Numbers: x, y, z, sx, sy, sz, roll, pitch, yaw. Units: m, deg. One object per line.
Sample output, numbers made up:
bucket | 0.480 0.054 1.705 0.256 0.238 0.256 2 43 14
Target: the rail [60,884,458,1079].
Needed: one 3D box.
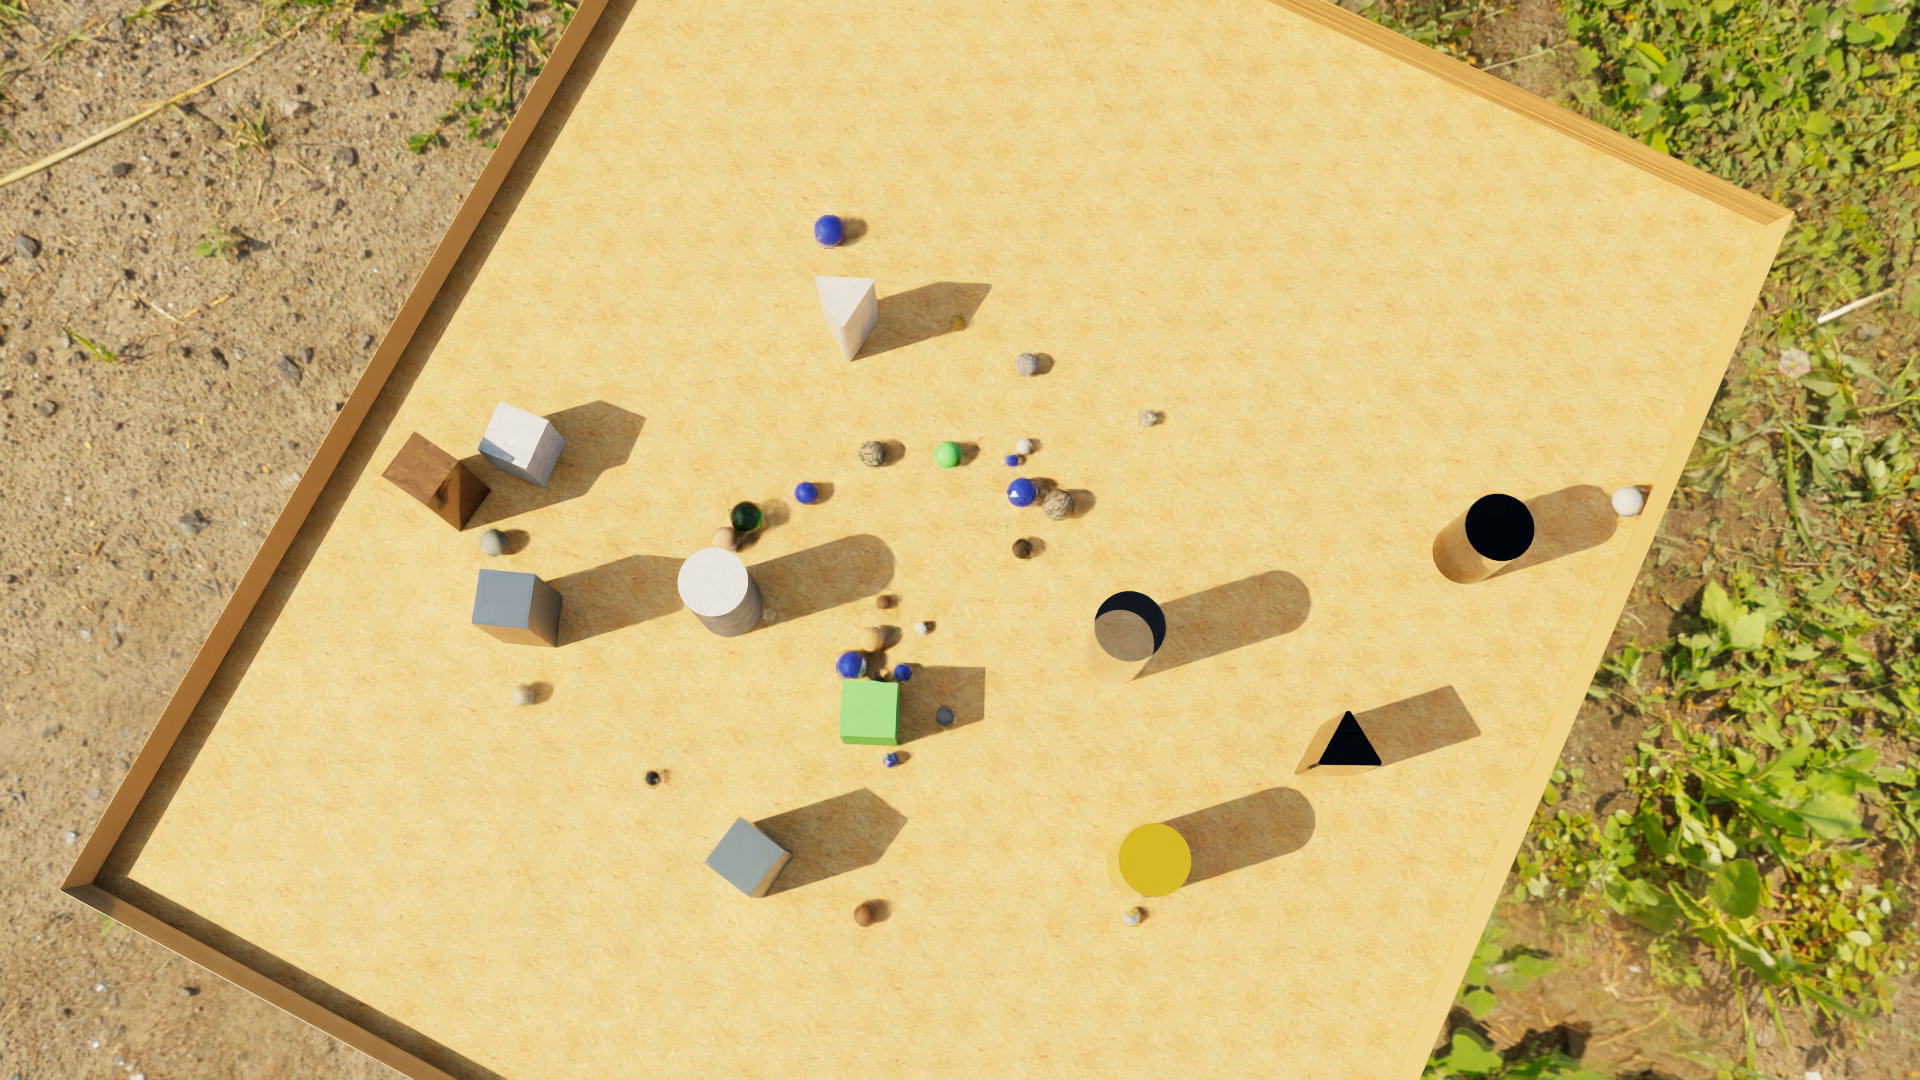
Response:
rail | -0.923 1.814 5.174 3.716 0.129 0.045 26 80 5

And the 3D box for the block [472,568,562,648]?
block | -1.296 0.204 5.383 0.159 0.374 0.159 5 78 1

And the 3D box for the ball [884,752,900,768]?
ball | -0.203 0.654 5.458 0.045 0.045 0.045 0 78 0

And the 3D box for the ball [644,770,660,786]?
ball | -0.914 0.709 5.447 0.045 0.045 0.045 0 78 0

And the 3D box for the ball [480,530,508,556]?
ball | -1.417 0.009 5.572 0.084 0.084 0.084 0 78 0

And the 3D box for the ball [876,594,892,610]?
ball | -0.232 0.189 5.554 0.047 0.047 0.047 0 78 0

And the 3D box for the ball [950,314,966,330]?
ball | -0.007 -0.681 5.734 0.047 0.047 0.047 0 78 0

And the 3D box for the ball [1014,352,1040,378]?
ball | 0.208 -0.545 5.692 0.083 0.083 0.083 0 78 0

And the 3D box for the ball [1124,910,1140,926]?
ball | 0.505 1.104 5.364 0.047 0.047 0.047 0 78 0

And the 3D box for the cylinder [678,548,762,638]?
cylinder | -0.700 0.158 5.382 0.199 0.394 0.199 0 78 0

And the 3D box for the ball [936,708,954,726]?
ball | -0.045 0.529 5.478 0.057 0.057 0.057 0 78 0

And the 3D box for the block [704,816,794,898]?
block | -0.601 0.914 5.258 0.159 0.331 0.159 36 81 7

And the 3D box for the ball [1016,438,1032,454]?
ball | 0.195 -0.288 5.650 0.051 0.051 0.051 0 78 0

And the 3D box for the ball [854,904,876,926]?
ball | -0.277 1.096 5.355 0.068 0.068 0.068 0 78 0

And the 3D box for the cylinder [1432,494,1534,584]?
cylinder | 1.545 0.001 5.427 0.199 0.372 0.199 0 78 0

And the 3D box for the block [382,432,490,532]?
block | -1.556 -0.170 5.461 0.159 0.373 0.159 33 80 6

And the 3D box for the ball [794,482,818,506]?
ball | -0.471 -0.143 5.609 0.073 0.073 0.073 0 78 0

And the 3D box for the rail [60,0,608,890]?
rail | -1.641 -0.796 5.714 0.045 0.129 4.174 26 80 5

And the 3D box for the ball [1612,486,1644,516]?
ball | 2.036 -0.118 5.583 0.094 0.094 0.094 0 78 0

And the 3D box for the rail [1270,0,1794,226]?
rail | 0.923 -1.800 5.922 3.716 0.129 0.045 26 80 5

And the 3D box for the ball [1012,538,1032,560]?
ball | 0.190 0.027 5.578 0.064 0.064 0.064 0 78 0

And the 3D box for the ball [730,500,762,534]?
ball | -0.649 -0.070 5.571 0.099 0.099 0.099 0 78 0

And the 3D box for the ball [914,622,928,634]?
ball | -0.116 0.267 5.541 0.041 0.041 0.041 0 78 0

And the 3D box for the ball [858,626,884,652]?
ball | -0.267 0.299 5.515 0.079 0.079 0.079 0 78 0

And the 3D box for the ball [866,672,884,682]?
ball | -0.253 0.423 5.474 0.051 0.051 0.051 0 78 0

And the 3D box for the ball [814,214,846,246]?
ball | -0.412 -0.975 5.768 0.100 0.100 0.100 0 78 0

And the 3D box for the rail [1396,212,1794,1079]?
rail | 1.641 0.810 5.382 0.045 0.129 4.174 26 80 5

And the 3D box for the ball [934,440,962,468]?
ball | -0.038 -0.263 5.628 0.085 0.085 0.085 0 78 0

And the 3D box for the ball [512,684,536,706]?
ball | -1.308 0.464 5.485 0.070 0.070 0.070 0 78 0

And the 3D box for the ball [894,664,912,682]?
ball | -0.173 0.399 5.506 0.055 0.055 0.055 0 78 0

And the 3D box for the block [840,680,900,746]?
block | -0.263 0.511 5.382 0.159 0.253 0.159 2 78 0

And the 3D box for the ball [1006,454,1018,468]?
ball | 0.160 -0.245 5.646 0.041 0.041 0.041 0 78 0

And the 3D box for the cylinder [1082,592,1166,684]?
cylinder | 0.471 0.288 5.308 0.199 0.488 0.199 0 78 0

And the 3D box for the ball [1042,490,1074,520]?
ball | 0.301 -0.106 5.589 0.097 0.097 0.097 0 78 0

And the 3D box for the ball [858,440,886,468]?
ball | -0.269 -0.265 5.628 0.085 0.085 0.085 0 78 0

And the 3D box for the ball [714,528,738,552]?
ball | -0.712 0.000 5.575 0.074 0.074 0.074 0 78 0

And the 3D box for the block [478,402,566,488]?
block | -1.325 -0.287 5.551 0.159 0.244 0.159 21 79 4

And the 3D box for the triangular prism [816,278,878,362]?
triangular prism | -0.364 -0.702 5.583 0.149 0.351 0.173 32 80 6

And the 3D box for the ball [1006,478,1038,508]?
ball | 0.190 -0.145 5.599 0.094 0.094 0.094 0 78 0

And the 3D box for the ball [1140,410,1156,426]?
ball | 0.579 -0.376 5.669 0.051 0.051 0.051 0 78 0

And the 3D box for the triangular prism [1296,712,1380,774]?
triangular prism | 1.086 0.588 5.299 0.173 0.384 0.149 0 78 0

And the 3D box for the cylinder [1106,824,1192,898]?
cylinder | 0.533 0.917 5.215 0.199 0.416 0.199 0 78 0

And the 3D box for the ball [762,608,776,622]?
ball | -0.579 0.227 5.548 0.042 0.042 0.042 0 78 0

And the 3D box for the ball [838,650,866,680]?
ball | -0.323 0.375 5.494 0.088 0.088 0.088 0 78 0
